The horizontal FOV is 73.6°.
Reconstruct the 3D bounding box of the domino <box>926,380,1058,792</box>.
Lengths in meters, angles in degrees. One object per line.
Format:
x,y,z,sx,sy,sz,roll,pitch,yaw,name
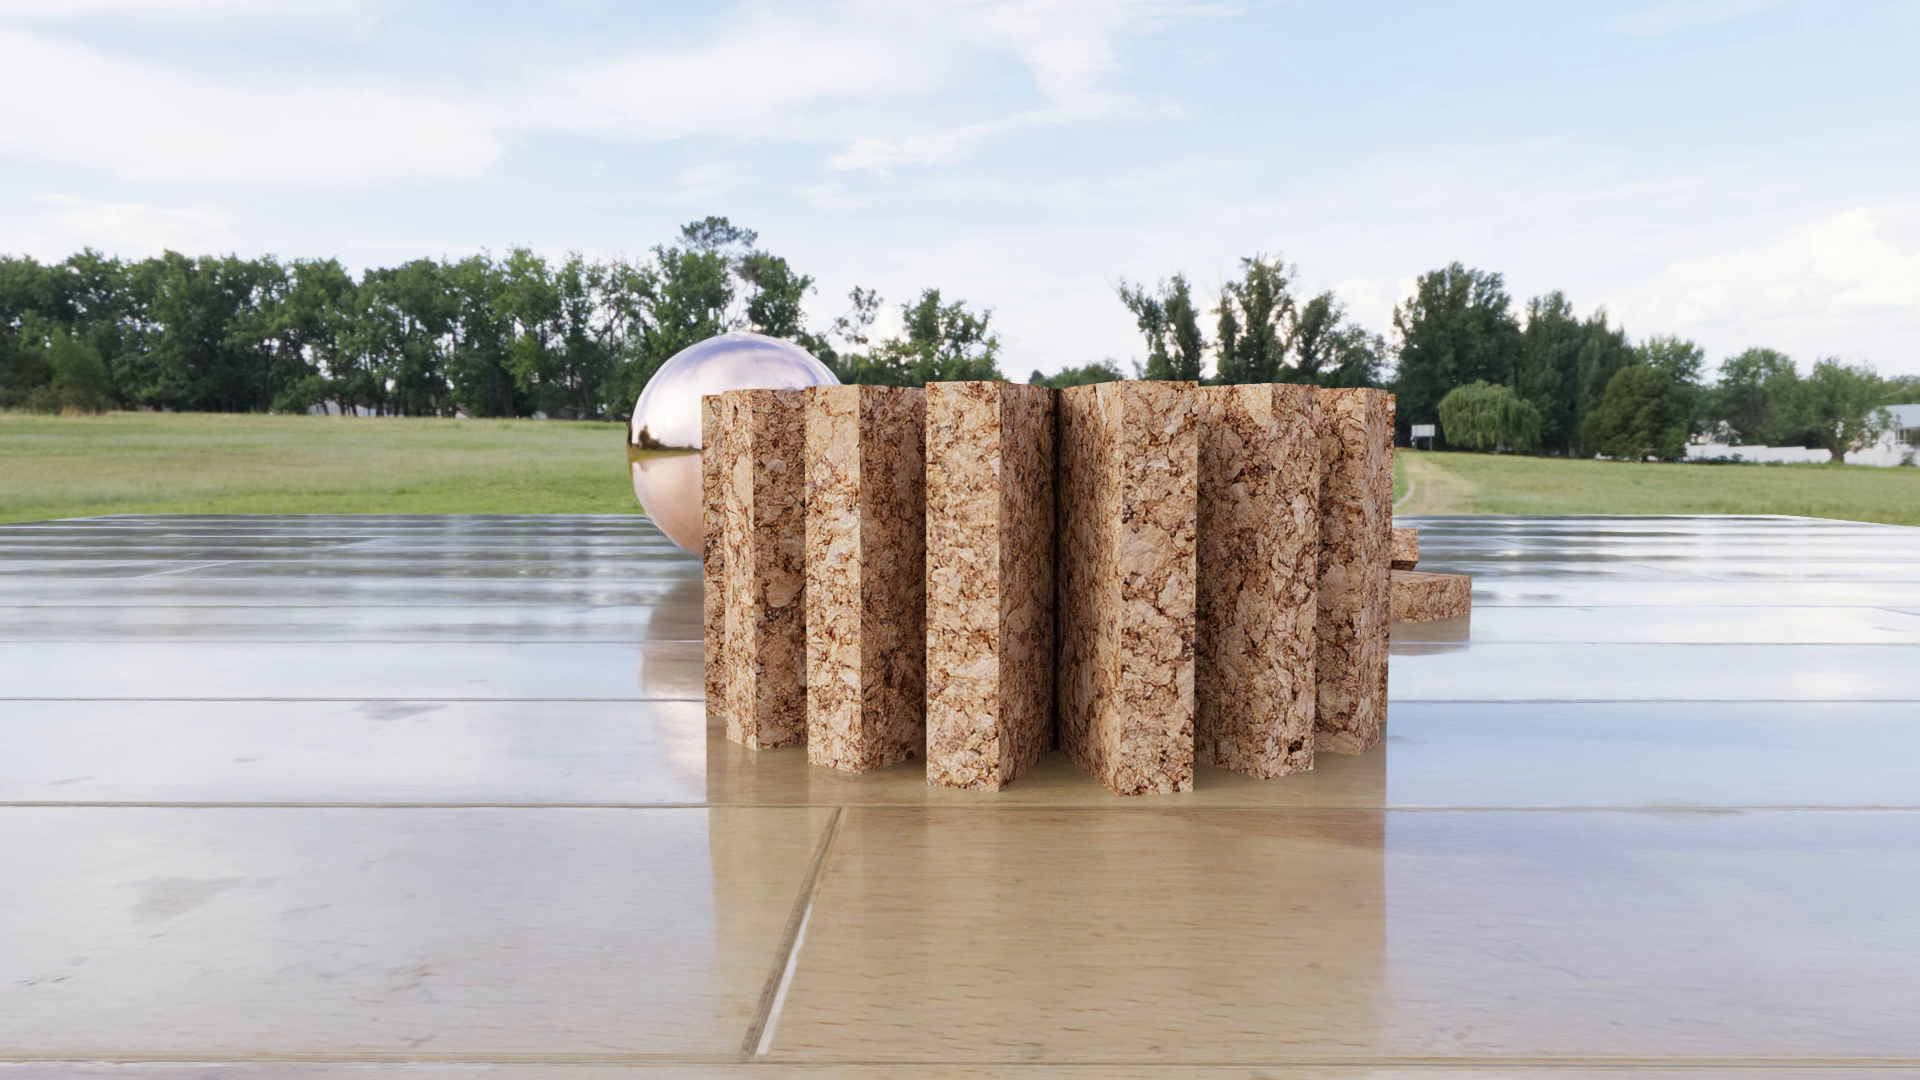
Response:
0.005,0.005,0.168,0.009,0.050,0.025,2,5,21,domino

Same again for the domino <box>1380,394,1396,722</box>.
0.053,0.003,0.200,0.025,0.050,0.009,0,4,-1,domino

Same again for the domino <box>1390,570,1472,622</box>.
0.102,0.013,0.332,0.025,0.010,0.050,-3,5,-38,domino

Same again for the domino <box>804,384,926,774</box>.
-0.009,0.004,0.177,0.009,0.050,0.025,3,5,37,domino

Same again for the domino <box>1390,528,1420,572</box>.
0.103,0.005,0.370,0.050,0.009,0.025,0,-20,7,domino

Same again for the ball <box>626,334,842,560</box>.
-0.073,-0.031,0.440,0.080,0.080,0.080,0,4,0,ball

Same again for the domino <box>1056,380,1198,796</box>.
0.021,0.005,0.166,0.009,0.050,0.025,-1,4,-14,domino

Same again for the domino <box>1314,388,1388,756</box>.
0.047,0.004,0.184,0.025,0.050,0.010,3,5,35,domino

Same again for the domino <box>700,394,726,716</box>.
-0.027,0.002,0.203,0.025,0.050,0.009,0,4,3,domino

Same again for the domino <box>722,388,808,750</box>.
-0.021,0.004,0.187,0.025,0.050,0.009,-3,5,-35,domino

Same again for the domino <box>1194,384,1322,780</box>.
0.035,0.005,0.174,0.010,0.050,0.025,-3,5,-36,domino
